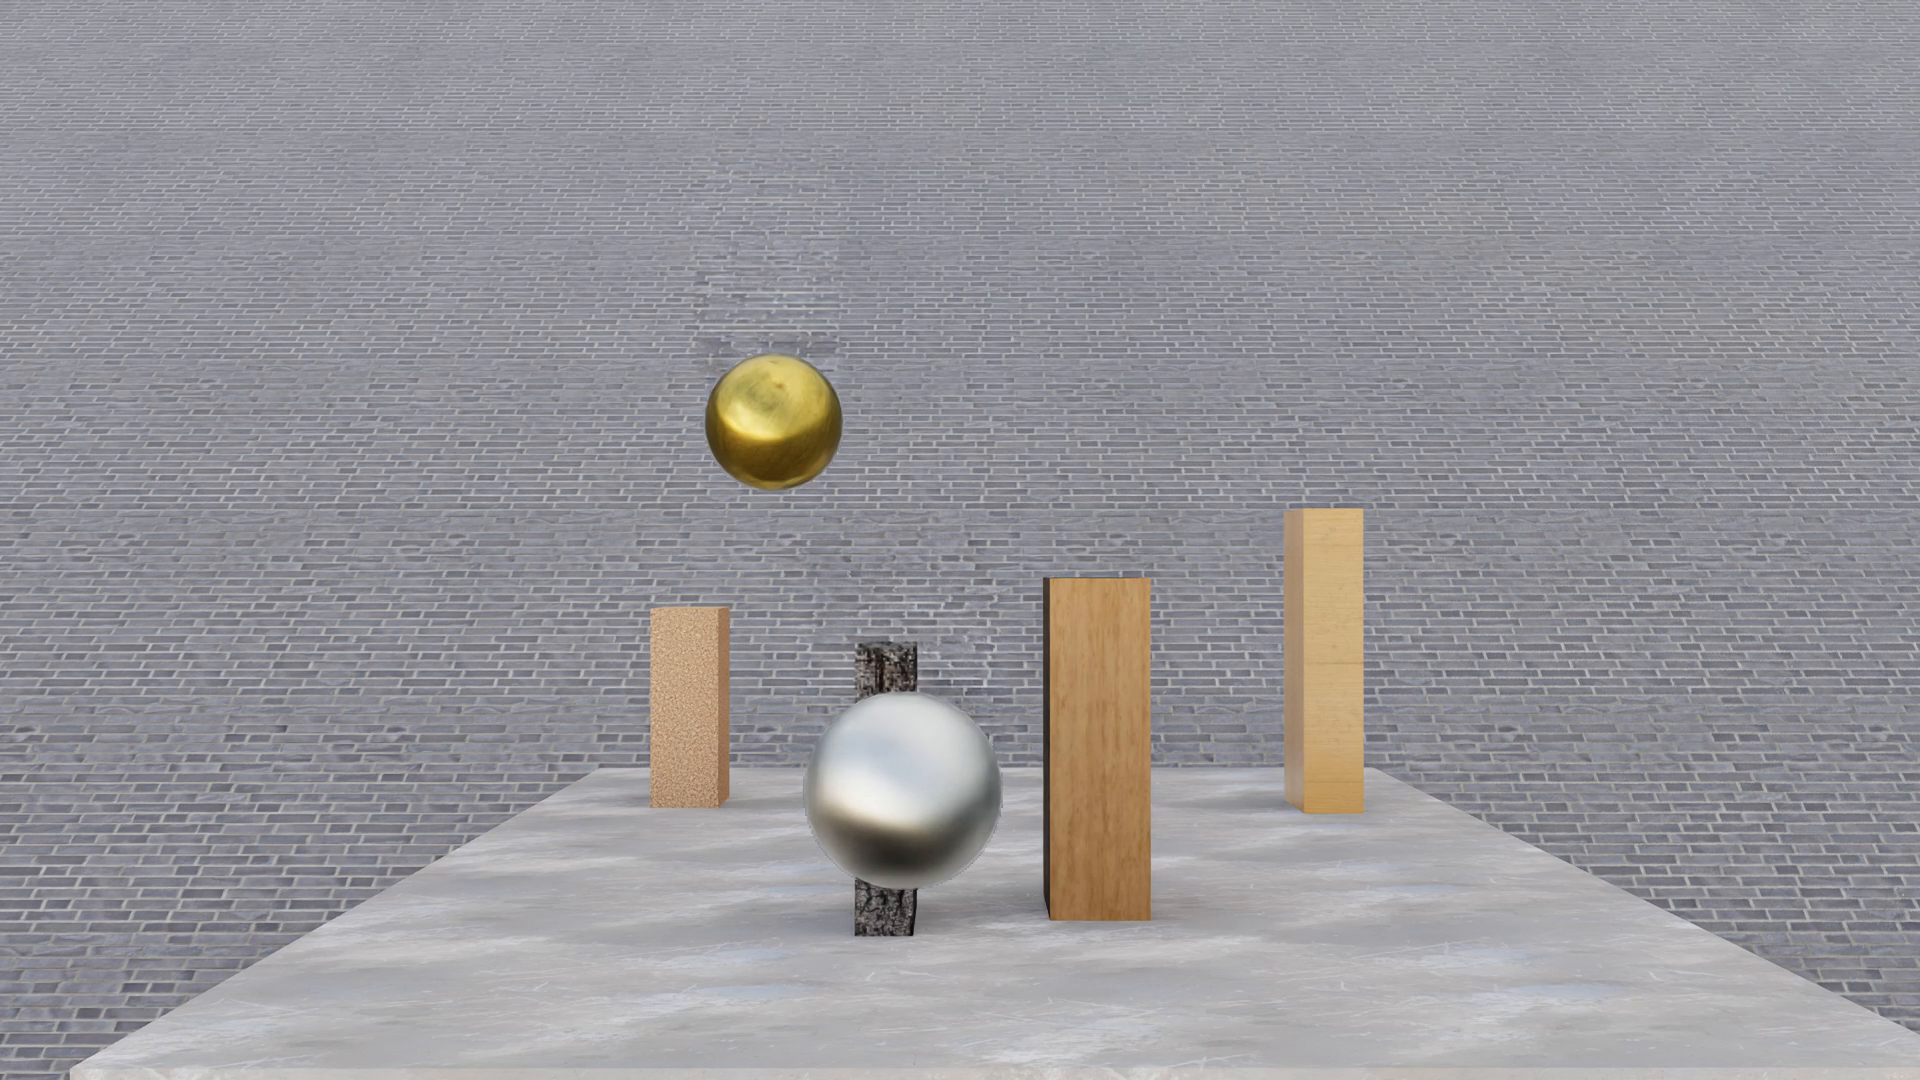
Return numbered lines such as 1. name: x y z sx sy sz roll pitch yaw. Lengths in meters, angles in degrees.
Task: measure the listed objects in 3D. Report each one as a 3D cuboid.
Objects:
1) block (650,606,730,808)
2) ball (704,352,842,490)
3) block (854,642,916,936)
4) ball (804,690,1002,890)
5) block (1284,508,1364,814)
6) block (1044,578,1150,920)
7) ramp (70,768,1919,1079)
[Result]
1. block: -0.596 0.365 5.738 0.146 0.430 0.278 0 -1 0
2. ball: -0.168 -0.107 2.328 0.124 0.124 0.124 0 32 0
3. block: -0.108 0.359 3.833 0.083 0.406 0.338 0 -1 0
4. ball: -0.056 0.249 2.584 0.197 0.197 0.197 0 32 0
5. block: 0.788 0.257 5.632 0.126 0.644 0.330 0 -1 0
6. block: 0.207 0.311 3.981 0.148 0.505 0.313 0 -1 0
7. ramp: 0.070 0.620 4.702 2.000 0.100 4.000 0 -1 0
